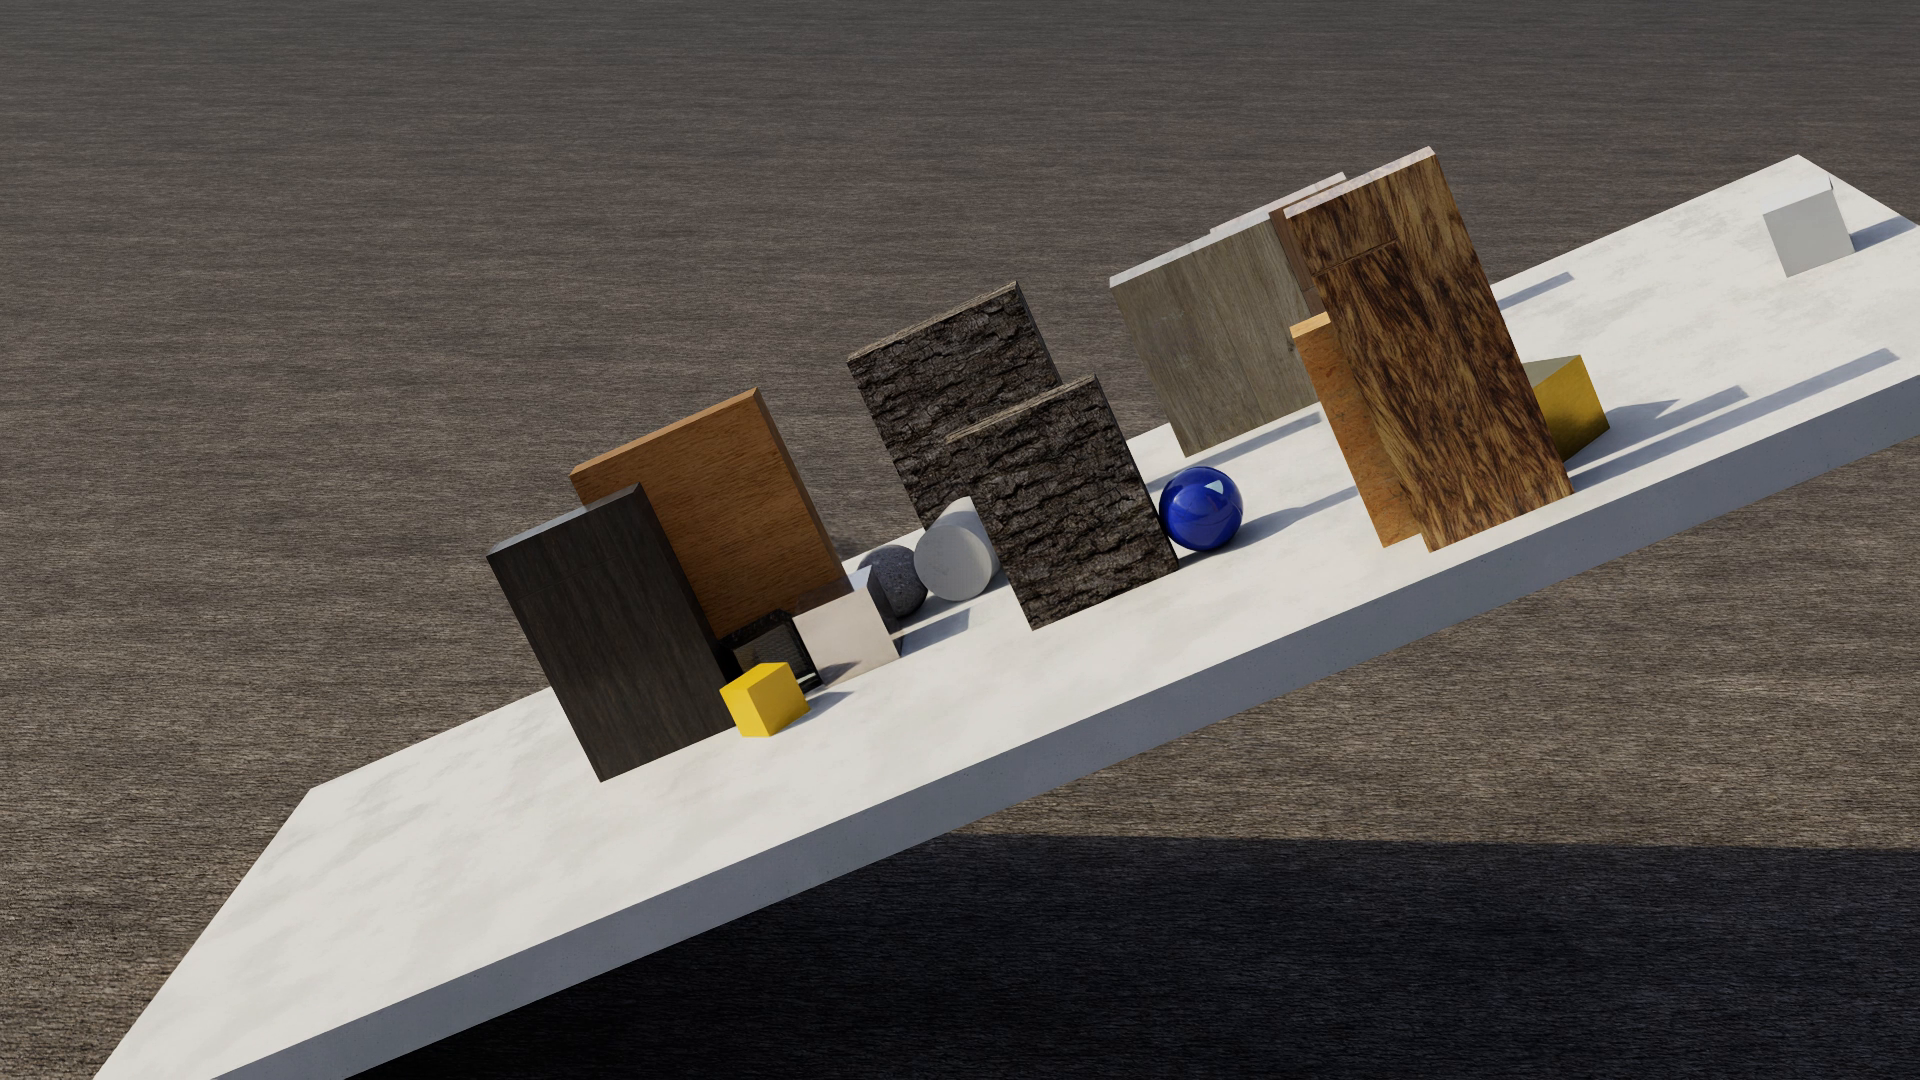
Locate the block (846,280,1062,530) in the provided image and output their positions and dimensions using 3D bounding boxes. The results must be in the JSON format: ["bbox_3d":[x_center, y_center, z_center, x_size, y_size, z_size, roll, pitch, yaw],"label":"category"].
[{"bbox_3d":[0.049,-0.247,6.638,0.412,0.549,0.110,-23,13,8],"label":"block"}]

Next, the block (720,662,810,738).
[{"bbox_3d":[-0.408,0.334,6.149,0.114,0.114,0.114,-33,15,-31],"label":"block"}]

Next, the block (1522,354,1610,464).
[{"bbox_3d":[1.095,-0.239,5.550,0.155,0.155,0.155,-33,15,-32],"label":"block"}]

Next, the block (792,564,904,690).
[{"bbox_3d":[-0.237,0.185,6.296,0.172,0.172,0.172,-23,13,8],"label":"block"}]

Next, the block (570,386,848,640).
[{"bbox_3d":[-0.520,0.031,6.458,0.443,0.606,0.090,-23,13,8],"label":"block"}]

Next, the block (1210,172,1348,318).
[{"bbox_3d":[0.820,-0.586,6.837,0.333,0.426,0.113,-23,13,8],"label":"block"}]

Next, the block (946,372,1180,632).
[{"bbox_3d":[0.208,-0.077,5.938,0.324,0.426,0.084,-23,13,8],"label":"block"}]

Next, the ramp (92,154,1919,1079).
[{"bbox_3d":[0.133,0.170,6.284,4.000,0.100,2.000,-23,13,8],"label":"ramp"}]

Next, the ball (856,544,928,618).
[{"bbox_3d":[-0.150,0.093,6.516,0.167,0.167,0.167,0,15,0],"label":"ball"}]

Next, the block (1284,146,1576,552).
[{"bbox_3d":[0.840,-0.338,5.265,0.279,0.665,0.106,-23,13,8],"label":"block"}]

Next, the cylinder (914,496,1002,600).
[{"bbox_3d":[0.011,0.018,6.488,0.179,0.179,0.179,5,23,17],"label":"cylinder"}]

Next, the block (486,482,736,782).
[{"bbox_3d":[-0.728,0.200,6.291,0.349,0.553,0.092,-23,13,8],"label":"block"}]

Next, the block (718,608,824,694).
[{"bbox_3d":[-0.406,0.261,6.338,0.158,0.158,0.158,-28,13,-14],"label":"block"}]

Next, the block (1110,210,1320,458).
[{"bbox_3d":[0.611,-0.473,6.758,0.392,0.434,0.134,-23,13,8],"label":"block"}]

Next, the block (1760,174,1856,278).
[{"bbox_3d":[1.731,-0.643,6.008,0.142,0.142,0.142,-20,14,20],"label":"block"}]

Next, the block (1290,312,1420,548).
[{"bbox_3d":[0.844,-0.252,5.437,0.320,0.434,0.105,-23,13,8],"label":"block"}]

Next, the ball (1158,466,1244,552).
[{"bbox_3d":[0.487,-0.063,5.940,0.173,0.173,0.173,0,15,0],"label":"ball"}]
